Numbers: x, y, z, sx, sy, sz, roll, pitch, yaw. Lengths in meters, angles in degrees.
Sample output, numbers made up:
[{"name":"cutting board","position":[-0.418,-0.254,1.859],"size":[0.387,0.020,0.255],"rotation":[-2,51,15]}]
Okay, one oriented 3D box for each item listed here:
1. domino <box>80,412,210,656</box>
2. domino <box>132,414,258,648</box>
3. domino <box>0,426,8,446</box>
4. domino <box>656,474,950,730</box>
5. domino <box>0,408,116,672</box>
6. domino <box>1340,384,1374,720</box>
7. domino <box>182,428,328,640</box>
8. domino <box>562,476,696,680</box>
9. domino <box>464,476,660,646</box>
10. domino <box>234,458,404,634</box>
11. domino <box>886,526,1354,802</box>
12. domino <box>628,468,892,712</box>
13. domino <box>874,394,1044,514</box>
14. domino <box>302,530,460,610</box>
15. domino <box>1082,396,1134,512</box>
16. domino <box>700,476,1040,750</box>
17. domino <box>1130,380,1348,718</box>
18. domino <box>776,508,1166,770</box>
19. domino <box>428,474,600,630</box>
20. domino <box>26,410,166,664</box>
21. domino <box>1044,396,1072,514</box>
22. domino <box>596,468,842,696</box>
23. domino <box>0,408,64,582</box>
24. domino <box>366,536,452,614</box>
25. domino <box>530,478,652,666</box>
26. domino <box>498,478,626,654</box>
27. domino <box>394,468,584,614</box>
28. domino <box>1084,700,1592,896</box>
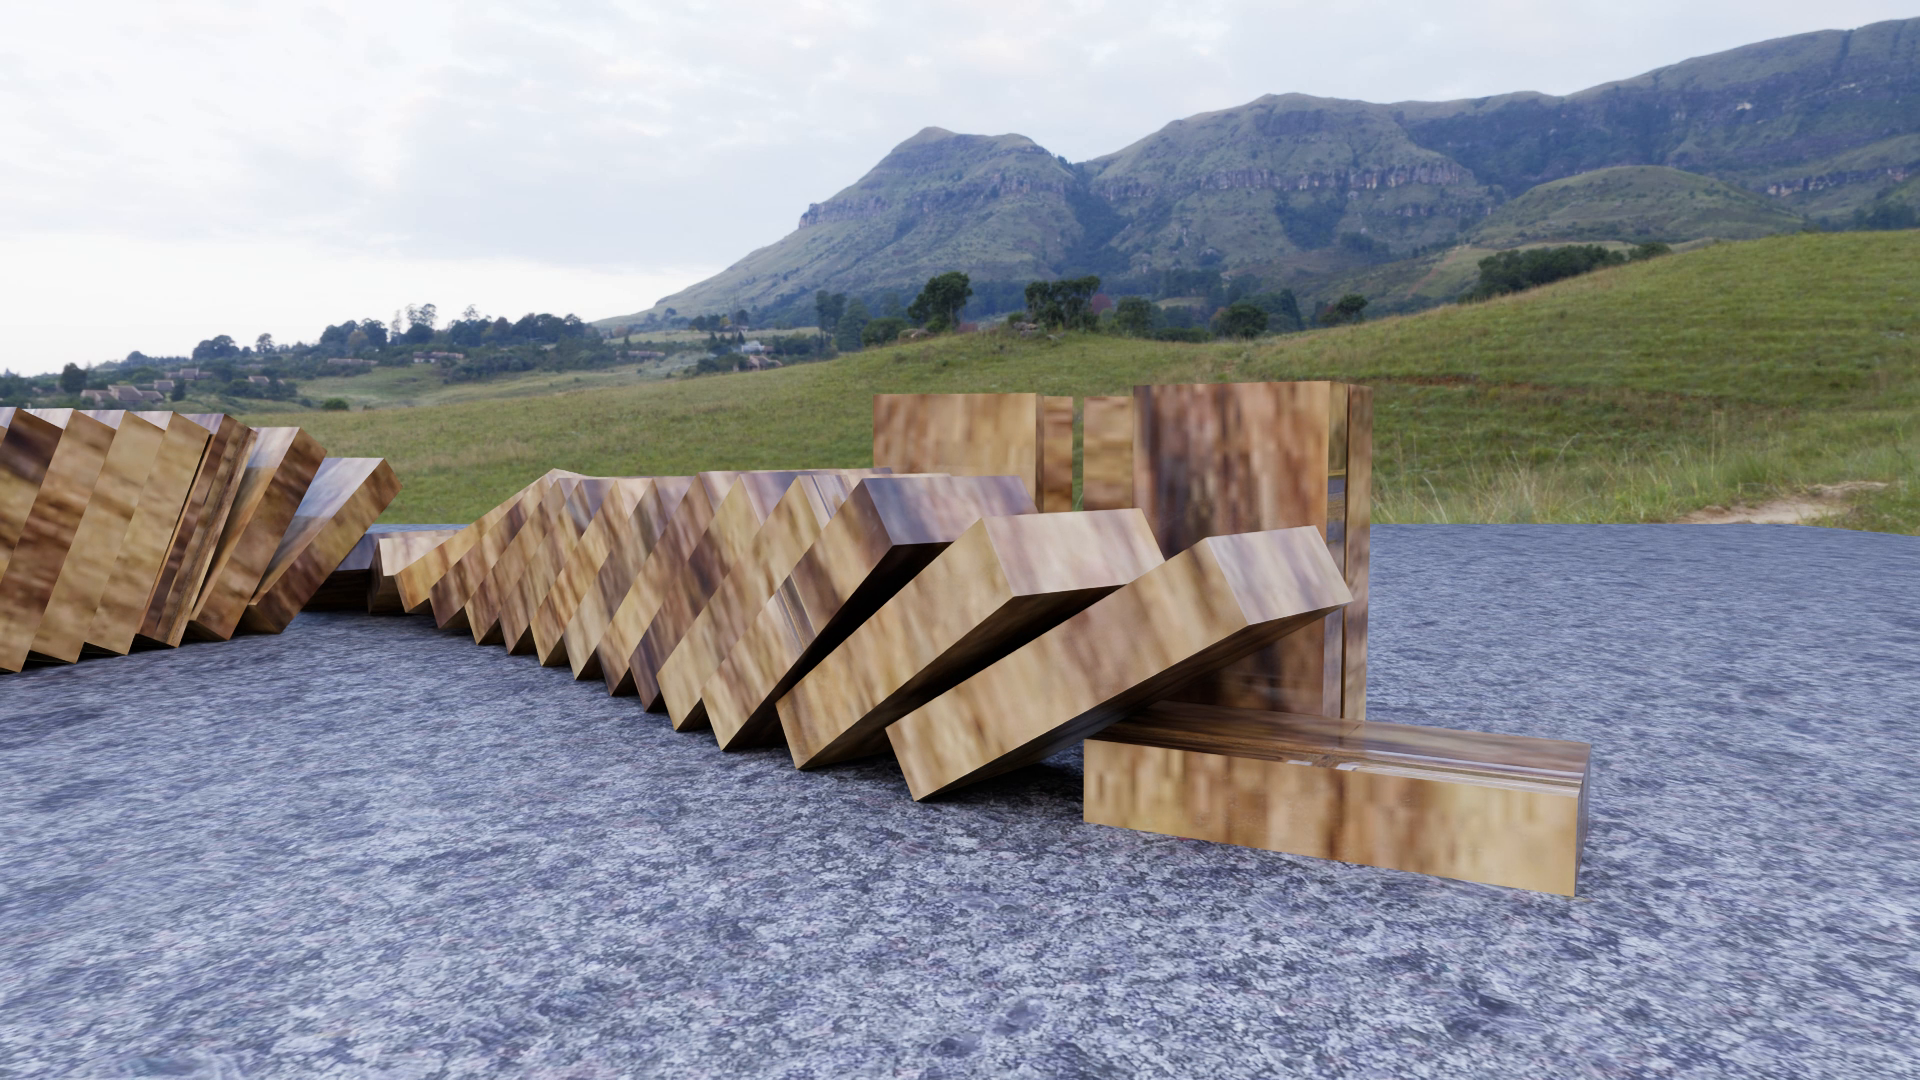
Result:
[{"name":"domino","position":[-0.177,-0.002,0.267],"size":[0.025,0.050,0.010],"rotation":[2,-21,19]},{"name":"domino","position":[-0.173,-0.003,0.277],"size":[0.025,0.050,0.009],"rotation":[2,-22,19]},{"name":"domino","position":[-0.192,0.001,0.227],"size":[0.025,0.050,0.009],"rotation":[2,-21,19]},{"name":"domino","position":[-0.022,0.010,0.184],"size":[0.025,0.009,0.050],"rotation":[-3,-33,-40]},{"name":"domino","position":[-0.185,-0.001,0.247],"size":[0.025,0.050,0.010],"rotation":[2,-21,19]},{"name":"domino","position":[0.042,0.004,0.175],"size":[0.025,0.050,0.009],"rotation":[3,5,33]},{"name":"domino","position":[-0.166,-0.002,0.290],"size":[0.025,0.050,0.010],"rotation":[2,-31,19]},{"name":"domino","position":[-0.049,0.007,0.224],"size":[0.025,0.009,0.050],"rotation":[-4,-30,-38]},{"name":"domino","position":[-0.081,0.005,0.267],"size":[0.025,0.010,0.050],"rotation":[-4,-28,-46]},{"name":"domino","position":[-0.159,0.000,0.305],"size":[0.025,0.009,0.050],"rotation":[2,44,19]},{"name":"domino","position":[0.017,0.015,0.149],"size":[0.050,0.009,0.025],"rotation":[-35,-19,36]},{"name":"domino","position":[-0.030,0.008,0.197],"size":[0.025,0.010,0.050],"rotation":[-5,-32,-38]},{"name":"domino","position":[0.000,0.003,0.200],"size":[0.025,0.050,0.009],"rotation":[1,4,11]},{"name":"domino","position":[-0.144,0.007,0.337],"size":[0.050,0.009,0.025],"rotation":[-4,-22,-44]},{"name":"domino","position":[0.026,0.001,0.218],"size":[0.009,0.050,0.025],"rotation":[0,4,6]},{"name":"domino","position":[-0.013,0.010,0.172],"size":[0.025,0.009,0.050],"rotation":[-3,-33,-40]},{"name":"domino","position":[0.036,0.005,0.165],"size":[0.025,0.050,0.010],"rotation":[2,5,29]},{"name":"domino","position":[0.000,0.013,0.160],"size":[0.025,0.009,0.050],"rotation":[-4,-26,-40]},{"name":"domino","position":[-0.092,0.003,0.281],"size":[0.050,0.010,0.025],"rotation":[-36,-21,31]},{"name":"domino","position":[-0.181,-0.001,0.257],"size":[0.025,0.050,0.009],"rotation":[2,-21,19]},{"name":"domino","position":[0.009,0.001,0.216],"size":[0.010,0.050,0.025],"rotation":[-2,5,-24]},{"name":"domino","position":[-0.039,0.008,0.210],"size":[0.025,0.010,0.050],"rotation":[-4,-32,-39]},{"name":"domino","position":[-0.188,0.000,0.237],"size":[0.025,0.050,0.009],"rotation":[2,-21,19]},{"name":"domino","position":[-0.122,0.008,0.325],"size":[0.050,0.010,0.025],"rotation":[-3,-23,-34]},{"name":"domino","position":[-0.059,0.006,0.238],"size":[0.025,0.010,0.050],"rotation":[-3,-30,-39]},{"name":"domino","position":[-0.070,0.006,0.252],"size":[0.025,0.010,0.050],"rotation":[-4,-29,-40]},{"name":"domino","position":[-0.102,0.002,0.296],"size":[0.050,0.010,0.025],"rotation":[-30,-16,17]},{"name":"domino","position":[0.042,0.027,0.143],"size":[0.050,0.009,0.025],"rotation":[2,5,29]}]
